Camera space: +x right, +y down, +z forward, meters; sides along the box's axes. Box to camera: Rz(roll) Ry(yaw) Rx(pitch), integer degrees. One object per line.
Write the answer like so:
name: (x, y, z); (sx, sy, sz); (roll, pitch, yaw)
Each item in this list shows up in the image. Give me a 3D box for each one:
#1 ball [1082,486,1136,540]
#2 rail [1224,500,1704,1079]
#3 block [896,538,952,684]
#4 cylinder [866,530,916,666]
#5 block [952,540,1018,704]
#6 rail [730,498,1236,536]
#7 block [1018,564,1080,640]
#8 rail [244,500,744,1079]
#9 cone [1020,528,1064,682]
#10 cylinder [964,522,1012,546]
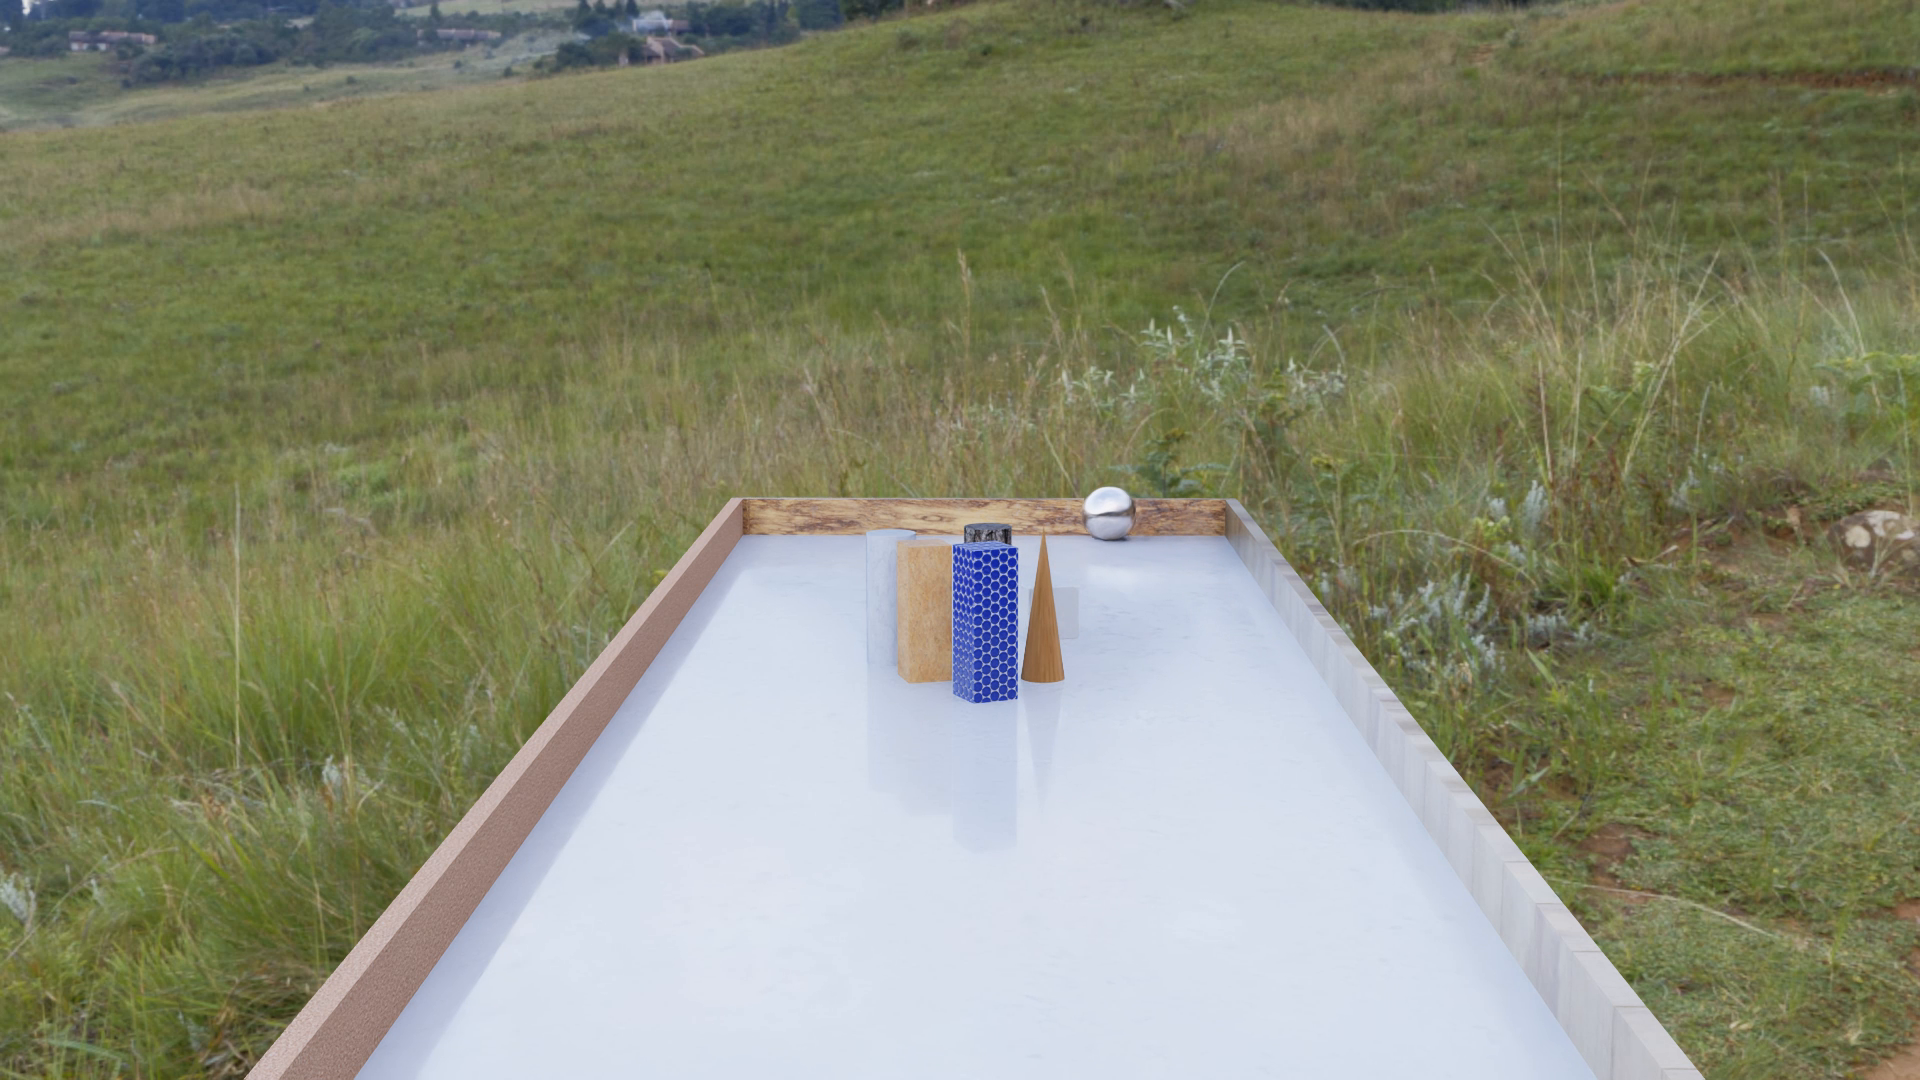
ball: (0.612, -0.110, 8.994); (0.222, 0.222, 0.222); (0, 9, 0)
rail: (1.046, 0.843, 3.208); (0.050, 0.150, 12.000); (0, 9, 1)
block: (-0.104, 0.206, 6.430); (0.131, 0.400, 0.131); (-3, 9, -16)
cylinder: (-0.208, 0.173, 6.658); (0.150, 0.394, 0.150); (0, 9, 0)
block: (0.071, 0.229, 6.184); (0.137, 0.431, 0.137); (-4, 10, -25)
rail: (0.099, -0.098, 9.147); (2.100, 0.150, 0.050); (0, 9, 1)
block: (0.231, 0.202, 7.190); (0.170, 0.170, 0.437); (-3, 9, -18)
rail: (-1.004, 0.839, 3.234); (0.050, 0.150, 12.000); (0, 9, 1)
cone: (0.243, 0.180, 6.418); (0.129, 0.456, 0.129); (0, 9, 0)
cylinder: (0.084, 0.163, 6.660); (0.144, 0.413, 0.144); (0, 9, 0)
